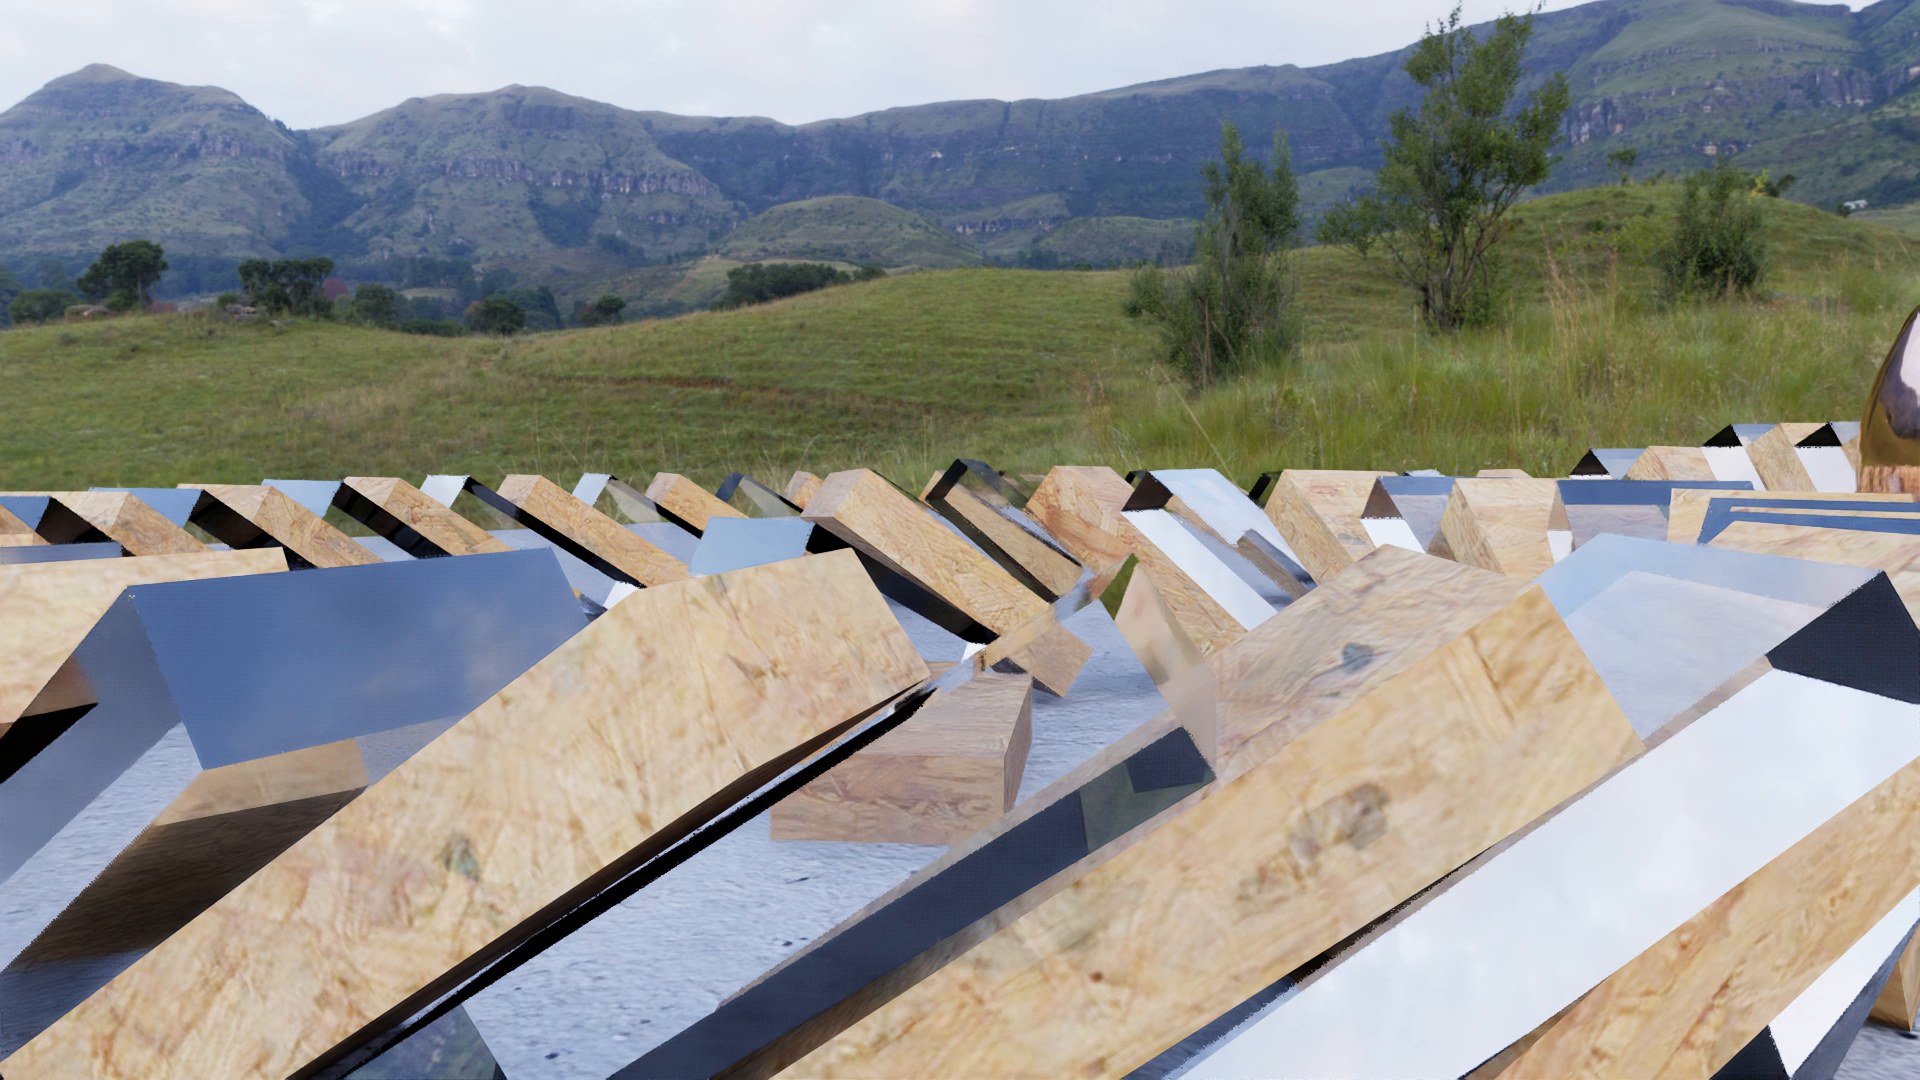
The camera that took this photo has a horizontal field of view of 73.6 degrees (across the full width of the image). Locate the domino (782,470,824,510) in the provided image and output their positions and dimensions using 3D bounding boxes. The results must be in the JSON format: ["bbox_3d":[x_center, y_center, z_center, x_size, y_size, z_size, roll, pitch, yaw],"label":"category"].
[{"bbox_3d":[-0.025,-0.002,0.356,0.050,0.009,0.025,33,-5,-15],"label":"domino"}]

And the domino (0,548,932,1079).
[{"bbox_3d":[-0.028,0.019,0.076,0.050,0.009,0.025,-35,-7,17],"label":"domino"}]

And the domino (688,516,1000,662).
[{"bbox_3d":[-0.015,0.012,0.202,0.025,0.010,0.050,4,-22,44],"label":"domino"}]

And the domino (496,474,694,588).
[{"bbox_3d":[-0.089,0.001,0.316,0.050,0.010,0.025,36,-18,-32],"label":"domino"}]

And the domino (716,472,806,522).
[{"bbox_3d":[-0.042,-0.001,0.349,0.050,0.010,0.025,33,-7,-18],"label":"domino"}]

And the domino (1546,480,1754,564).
[{"bbox_3d":[0.094,0.011,0.166,0.025,0.010,0.050,1,41,12],"label":"domino"}]

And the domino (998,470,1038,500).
[{"bbox_3d":[0.031,-0.003,0.368,0.050,0.009,0.025,33,8,5],"label":"domino"}]

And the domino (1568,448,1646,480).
[{"bbox_3d":[0.175,-0.002,0.313,0.025,0.010,0.050,-2,48,-19],"label":"domino"}]

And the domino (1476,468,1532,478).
[{"bbox_3d":[0.155,0.000,0.326,0.025,0.010,0.050,-4,40,-44],"label":"domino"}]

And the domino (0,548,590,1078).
[{"bbox_3d":[-0.047,0.019,0.079,0.050,0.009,0.025,-37,-14,27],"label":"domino"}]

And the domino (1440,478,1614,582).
[{"bbox_3d":[0.090,0.010,0.185,0.025,0.009,0.050,0,40,-2],"label":"domino"}]

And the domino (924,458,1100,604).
[{"bbox_3d":[0.018,0.005,0.236,0.050,0.009,0.025,41,9,7],"label":"domino"}]

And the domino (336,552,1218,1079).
[{"bbox_3d":[-0.009,0.019,0.074,0.050,0.010,0.025,-34,-3,12],"label":"domino"}]

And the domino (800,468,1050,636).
[{"bbox_3d":[-0.002,0.007,0.222,0.050,0.010,0.025,37,-11,-16],"label":"domino"}]

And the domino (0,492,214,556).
[{"bbox_3d":[-0.133,0.009,0.215,0.025,0.009,0.050,1,-29,13],"label":"domino"}]

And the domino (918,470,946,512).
[{"bbox_3d":[0.012,-0.003,0.368,0.050,0.010,0.025,33,5,0],"label":"domino"}]

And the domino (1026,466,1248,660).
[{"bbox_3d":[0.038,0.006,0.236,0.050,0.010,0.025,43,22,21],"label":"domino"}]

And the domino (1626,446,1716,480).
[{"bbox_3d":[0.183,-0.001,0.302,0.025,0.009,0.050,1,47,-17],"label":"domino"}]

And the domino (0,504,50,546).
[{"bbox_3d":[-0.131,0.011,0.177,0.025,0.009,0.050,-1,-29,-1],"label":"domino"}]

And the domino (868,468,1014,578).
[{"bbox_3d":[-0.007,-0.002,0.363,0.050,0.009,0.025,33,-1,-9],"label":"domino"}]

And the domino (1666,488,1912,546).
[{"bbox_3d":[0.093,0.013,0.145,0.025,0.010,0.050,3,40,31],"label":"domino"}]

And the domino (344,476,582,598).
[{"bbox_3d":[-0.113,0.003,0.288,0.025,0.009,0.050,3,-28,41],"label":"domino"}]

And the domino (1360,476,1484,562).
[{"bbox_3d":[0.085,0.009,0.203,0.025,0.010,0.050,0,40,-10],"label":"domino"}]

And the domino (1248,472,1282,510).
[{"bbox_3d":[0.104,-0.001,0.352,0.050,0.009,0.025,37,19,20],"label":"domino"}]

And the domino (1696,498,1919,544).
[{"bbox_3d":[0.085,0.015,0.128,0.025,0.009,0.050,4,40,40],"label":"domino"}]

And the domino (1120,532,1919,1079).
[{"bbox_3d":[0.028,0.019,0.078,0.050,0.009,0.025,-35,7,-1],"label":"domino"}]

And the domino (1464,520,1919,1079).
[{"bbox_3d":[0.046,0.018,0.085,0.050,0.010,0.025,-36,12,-9],"label":"domino"}]

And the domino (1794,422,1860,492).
[{"bbox_3d":[0.197,-0.001,0.265,0.025,0.050,0.009,-1,-29,-17],"label":"domino"}]

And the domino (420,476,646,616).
[{"bbox_3d":[-0.102,0.002,0.303,0.025,0.009,0.050,4,-27,48],"label":"domino"}]

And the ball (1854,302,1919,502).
[{"bbox_3d":[0.154,-0.009,0.151,0.080,0.080,0.080,0,4,0],"label":"ball"}]

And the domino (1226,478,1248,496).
[{"bbox_3d":[0.087,-0.002,0.359,0.050,0.009,0.025,36,16,16],"label":"domino"}]

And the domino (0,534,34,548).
[{"bbox_3d":[-0.094,0.017,0.111,0.025,0.010,0.050,-3,-28,-34],"label":"domino"}]

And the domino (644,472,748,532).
[{"bbox_3d":[-0.058,0.000,0.339,0.050,0.009,0.025,34,-11,-24],"label":"domino"}]

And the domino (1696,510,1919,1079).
[{"bbox_3d":[0.061,0.017,0.099,0.050,0.009,0.025,-41,23,-23],"label":"domino"}]

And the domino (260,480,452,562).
[{"bbox_3d":[-0.120,0.005,0.269,0.025,0.010,0.050,2,-28,30],"label":"domino"}]

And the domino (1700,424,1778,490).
[{"bbox_3d":[0.189,-0.002,0.286,0.025,0.050,0.009,-1,-29,-18],"label":"domino"}]

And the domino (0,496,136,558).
[{"bbox_3d":[-0.134,0.010,0.196,0.025,0.009,0.050,0,-29,7],"label":"domino"}]

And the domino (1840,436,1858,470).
[{"bbox_3d":[0.199,0.000,0.254,0.025,0.050,0.009,-1,-29,-17],"label":"domino"}]

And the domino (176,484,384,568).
[{"bbox_3d":[-0.126,0.006,0.252,0.025,0.009,0.050,2,-28,24],"label":"domino"}]

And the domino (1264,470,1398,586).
[{"bbox_3d":[0.076,0.007,0.220,0.025,0.010,0.050,0,40,-22],"label":"domino"}]

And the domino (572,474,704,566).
[{"bbox_3d":[-0.074,0.000,0.329,0.050,0.010,0.025,35,-14,-28],"label":"domino"}]

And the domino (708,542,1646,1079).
[{"bbox_3d":[0.010,0.019,0.075,0.050,0.010,0.025,-34,2,4],"label":"domino"}]

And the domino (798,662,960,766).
[{"bbox_3d":[-0.003,0.025,0.170,0.025,0.010,0.050,1,4,7],"label":"domino"}]

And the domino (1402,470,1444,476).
[{"bbox_3d":[0.139,0.000,0.336,0.050,0.010,0.025,41,27,28],"label":"domino"}]

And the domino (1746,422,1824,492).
[{"bbox_3d":[0.194,-0.002,0.276,0.025,0.050,0.009,-1,-29,-17],"label":"domino"}]

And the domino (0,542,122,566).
[{"bbox_3d":[-0.081,0.017,0.098,0.025,0.009,0.050,-4,-28,-40],"label":"domino"}]

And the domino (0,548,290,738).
[{"bbox_3d":[-0.065,0.018,0.087,0.025,0.010,0.050,-6,-27,-48],"label":"domino"}]

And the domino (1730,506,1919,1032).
[{"bbox_3d":[0.074,0.016,0.113,0.025,0.009,0.050,5,41,49],"label":"domino"}]

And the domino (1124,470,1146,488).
[{"bbox_3d":[0.068,-0.002,0.363,0.050,0.010,0.025,35,13,12],"label":"domino"}]

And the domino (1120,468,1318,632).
[{"bbox_3d":[0.055,0.007,0.229,0.025,0.009,0.050,-5,44,-51],"label":"domino"}]

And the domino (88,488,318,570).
[{"bbox_3d":[-0.130,0.008,0.233,0.025,0.010,0.050,1,-28,18],"label":"domino"}]
